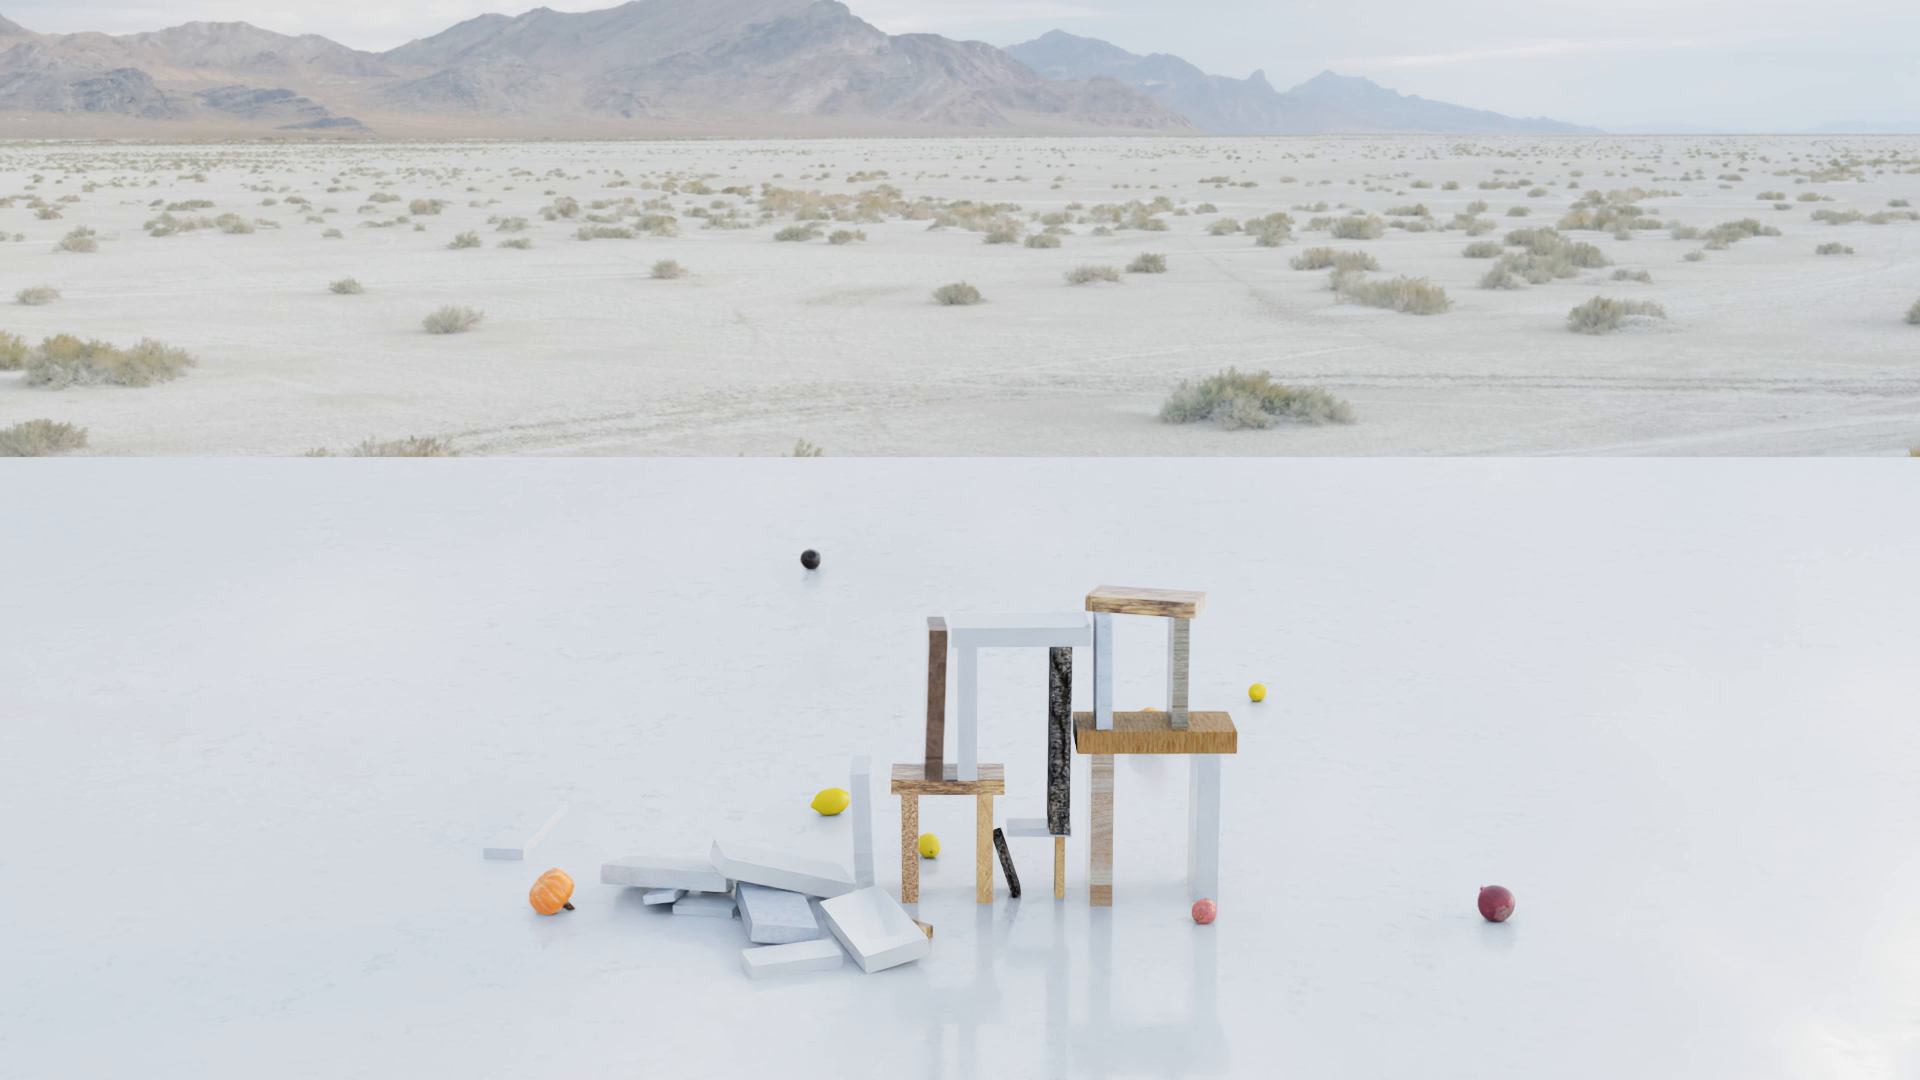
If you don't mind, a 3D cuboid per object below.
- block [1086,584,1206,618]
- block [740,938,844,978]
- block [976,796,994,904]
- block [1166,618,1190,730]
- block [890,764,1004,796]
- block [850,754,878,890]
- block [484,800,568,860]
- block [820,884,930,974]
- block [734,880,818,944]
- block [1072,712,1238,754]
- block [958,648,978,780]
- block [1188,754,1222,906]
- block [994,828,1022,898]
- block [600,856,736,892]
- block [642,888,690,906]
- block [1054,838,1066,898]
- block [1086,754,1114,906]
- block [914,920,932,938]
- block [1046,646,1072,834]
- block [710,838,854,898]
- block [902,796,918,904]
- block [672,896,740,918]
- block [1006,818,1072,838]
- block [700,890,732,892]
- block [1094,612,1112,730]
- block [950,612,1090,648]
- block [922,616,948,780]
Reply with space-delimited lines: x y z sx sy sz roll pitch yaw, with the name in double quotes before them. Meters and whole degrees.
"block" 0.306 0.101 3.609 0.183 0.026 0.091 4 11 18
"block" -0.257 0.638 3.354 0.143 0.020 0.072 -4 11 -19
"block" 0.041 0.499 3.652 0.026 0.185 0.093 0 11 0
"block" 0.357 0.209 3.598 0.026 0.183 0.091 0 11 0
"block" -0.020 0.395 3.632 0.185 0.026 0.093 0 11 0
"block" -0.159 0.480 3.650 0.031 0.222 0.111 -2 11 0
"block" -0.783 0.523 3.976 0.072 0.020 0.281 1 11 6
"block" -0.134 0.604 3.422 0.104 0.029 0.208 -14 20 -19
"block" -0.295 0.595 3.518 0.104 0.029 0.208 7 9 -14
"block" 0.319 0.317 3.621 0.259 0.037 0.130 0 11 0
"block" 0.012 0.271 3.611 0.032 0.224 0.112 0 11 0
"block" 0.404 0.462 3.648 0.037 0.259 0.130 0 11 0
"block" 0.078 0.537 3.664 0.015 0.106 0.053 -18 10 3
"block" -0.471 0.554 3.652 0.222 0.031 0.111 1 1 16
"block" -0.482 0.581 3.610 0.051 0.014 0.102 -8 0 6
"block" 0.166 0.537 3.663 0.015 0.106 0.053 0 11 0
"block" 0.231 0.462 3.648 0.037 0.259 0.130 0 11 0
"block" -0.121 0.614 3.486 0.143 0.020 0.072 9 14 39
"block" 0.163 0.316 3.617 0.032 0.315 0.112 0 11 -1
"block" -0.294 0.544 3.623 0.222 0.031 0.111 14 5 -17
"block" -0.083 0.499 3.652 0.026 0.185 0.093 0 11 0
"block" -0.412 0.598 3.586 0.102 0.014 0.051 2 11 13
"block" 0.130 0.477 3.651 0.106 0.015 0.053 0 11 0
"block" -0.405 0.572 3.724 0.051 0.014 0.102 1 11 3
"block" 0.234 0.209 3.598 0.026 0.183 0.091 -1 11 0
"block" 0.096 0.146 3.585 0.224 0.032 0.112 0 11 -2
"block" -0.042 0.259 3.606 0.029 0.250 0.104 1 10 -4
